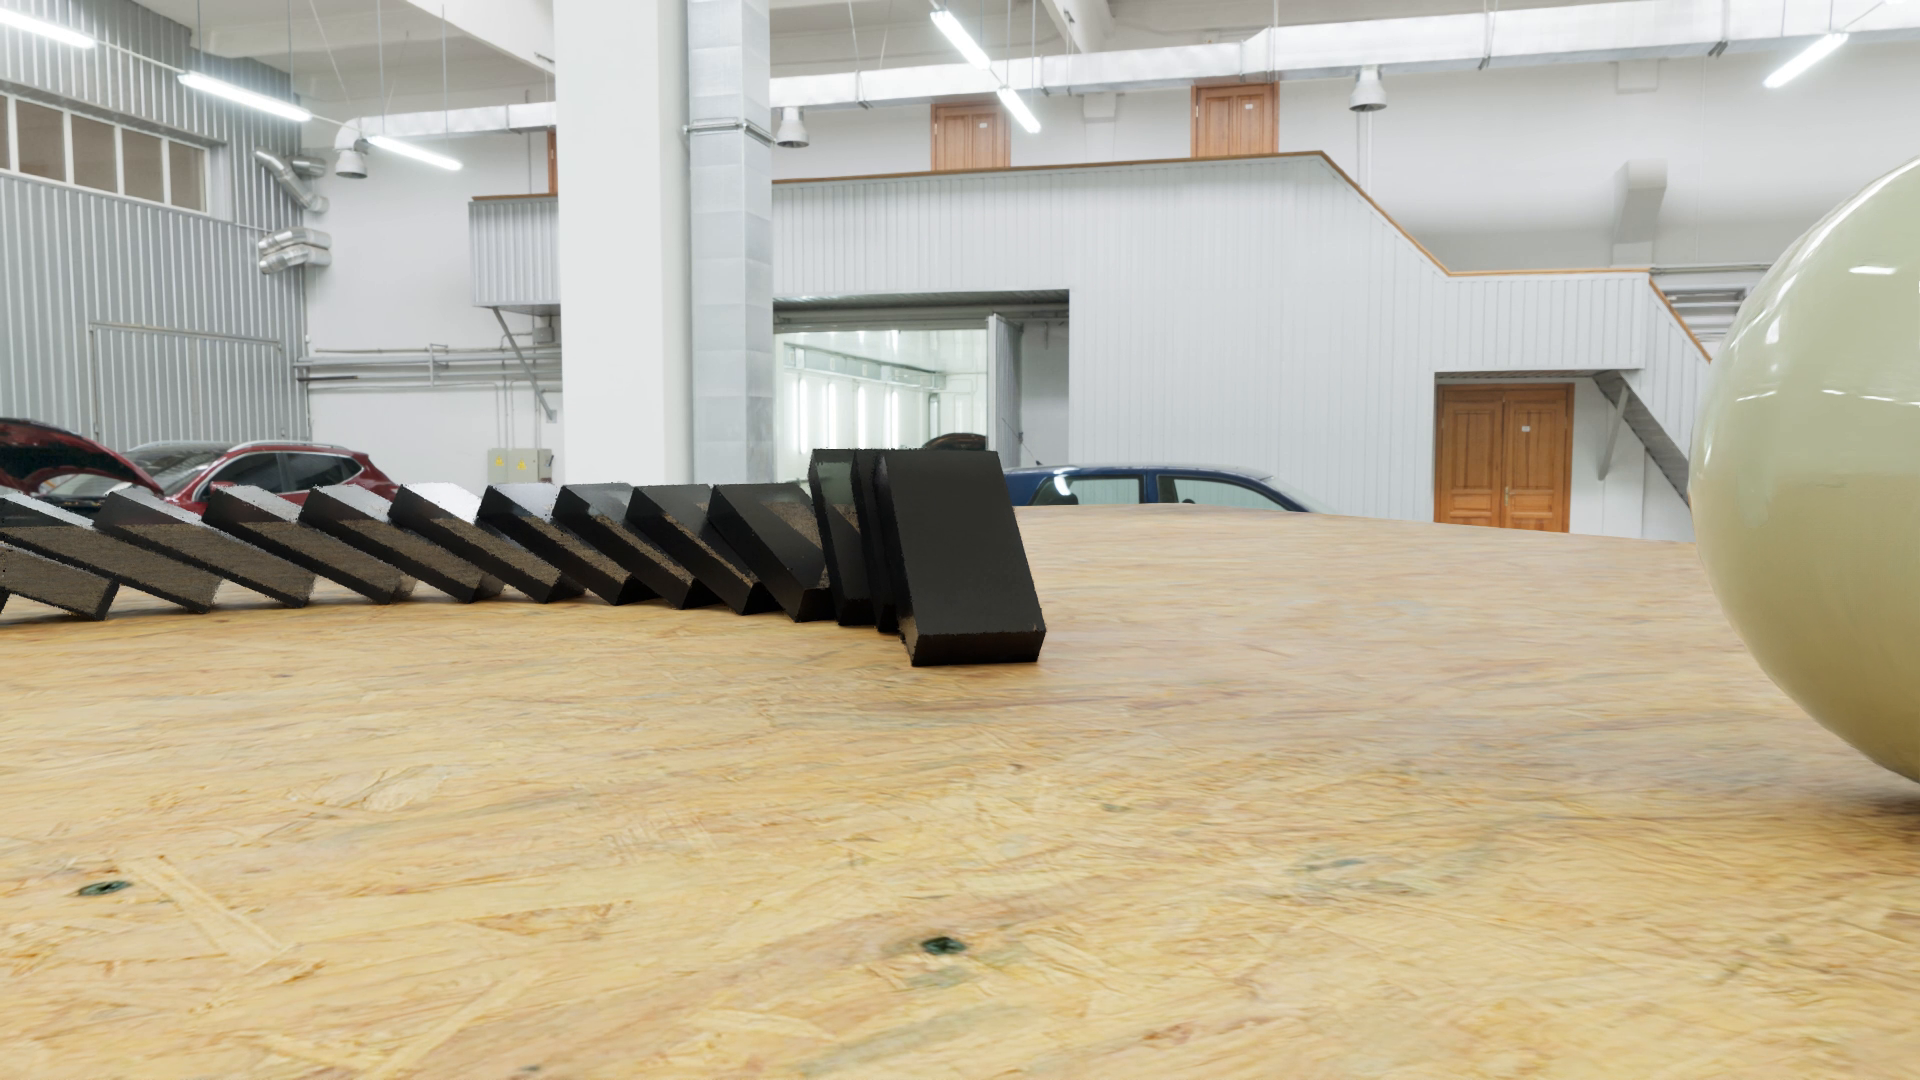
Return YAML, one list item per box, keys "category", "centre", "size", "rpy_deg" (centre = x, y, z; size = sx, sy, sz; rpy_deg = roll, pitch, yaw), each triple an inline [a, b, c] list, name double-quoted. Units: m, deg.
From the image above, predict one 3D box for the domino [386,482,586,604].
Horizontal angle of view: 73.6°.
- category: "domino"
  centre: [-0.128, 0.000, 0.354]
  size: [0.050, 0.010, 0.025]
  rpy_deg: [28, 8, 5]

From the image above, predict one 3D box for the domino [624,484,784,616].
- category: "domino"
  centre: [-0.063, 0.001, 0.339]
  size: [0.050, 0.009, 0.025]
  rpy_deg: [35, 23, 30]

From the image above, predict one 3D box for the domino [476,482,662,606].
- category: "domino"
  centre: [-0.105, 0.000, 0.354]
  size: [0.050, 0.009, 0.025]
  rpy_deg: [30, 14, 16]

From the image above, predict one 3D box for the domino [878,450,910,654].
- category: "domino"
  centre: [-0.002, 0.001, 0.276]
  size: [0.025, 0.010, 0.050]
  rpy_deg: [-1, 47, -13]

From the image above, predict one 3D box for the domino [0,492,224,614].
- category: "domino"
  centre: [-0.213, 0.003, 0.322]
  size: [0.050, 0.009, 0.025]
  rpy_deg: [27, -9, -27]

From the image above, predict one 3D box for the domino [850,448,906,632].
- category: "domino"
  centre: [-0.010, -0.001, 0.303]
  size: [0.025, 0.009, 0.050]
  rpy_deg: [0, 47, -15]

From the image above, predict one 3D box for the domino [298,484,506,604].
- category: "domino"
  centre: [-0.151, 0.001, 0.352]
  size: [0.050, 0.010, 0.025]
  rpy_deg: [27, 4, -2]

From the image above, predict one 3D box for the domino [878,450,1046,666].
- category: "domino"
  centre: [-0.001, 0.002, 0.262]
  size: [0.025, 0.010, 0.050]
  rpy_deg: [-1, 47, -13]

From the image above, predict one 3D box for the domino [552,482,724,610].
- category: "domino"
  centre: [-0.083, 0.001, 0.348]
  size: [0.050, 0.009, 0.025]
  rpy_deg: [32, 18, 22]

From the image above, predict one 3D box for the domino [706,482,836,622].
- category: "domino"
  centre: [-0.042, 0.002, 0.327]
  size: [0.025, 0.009, 0.050]
  rpy_deg: [-3, 34, -39]

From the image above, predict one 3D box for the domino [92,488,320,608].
- category: "domino"
  centre: [-0.194, 0.002, 0.334]
  size: [0.050, 0.009, 0.025]
  rpy_deg: [27, -6, -22]

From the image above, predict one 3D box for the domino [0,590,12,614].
- category: "domino"
  centre: [-0.240, 0.006, 0.278]
  size: [0.025, 0.009, 0.050]
  rpy_deg: [3, -20, 32]

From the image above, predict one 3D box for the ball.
- category: "ball"
  centre: [0.126, -0.008, 0.141]
  size: [0.080, 0.080, 0.080]
  rpy_deg: [0, 4, 0]

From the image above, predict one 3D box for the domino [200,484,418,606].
- category: "domino"
  centre: [-0.173, 0.001, 0.346]
  size: [0.050, 0.010, 0.025]
  rpy_deg: [27, 0, -10]

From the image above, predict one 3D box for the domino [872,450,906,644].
- category: "domino"
  centre: [-0.004, 0.000, 0.289]
  size: [0.025, 0.009, 0.050]
  rpy_deg: [-1, 47, -14]

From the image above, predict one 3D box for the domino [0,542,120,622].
- category: "domino"
  centre: [-0.230, 0.005, 0.303]
  size: [0.050, 0.009, 0.025]
  rpy_deg: [28, -15, -38]

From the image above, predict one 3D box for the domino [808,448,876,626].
- category: "domino"
  centre: [-0.021, -0.002, 0.315]
  size: [0.025, 0.010, 0.050]
  rpy_deg: [-1, 47, -18]
